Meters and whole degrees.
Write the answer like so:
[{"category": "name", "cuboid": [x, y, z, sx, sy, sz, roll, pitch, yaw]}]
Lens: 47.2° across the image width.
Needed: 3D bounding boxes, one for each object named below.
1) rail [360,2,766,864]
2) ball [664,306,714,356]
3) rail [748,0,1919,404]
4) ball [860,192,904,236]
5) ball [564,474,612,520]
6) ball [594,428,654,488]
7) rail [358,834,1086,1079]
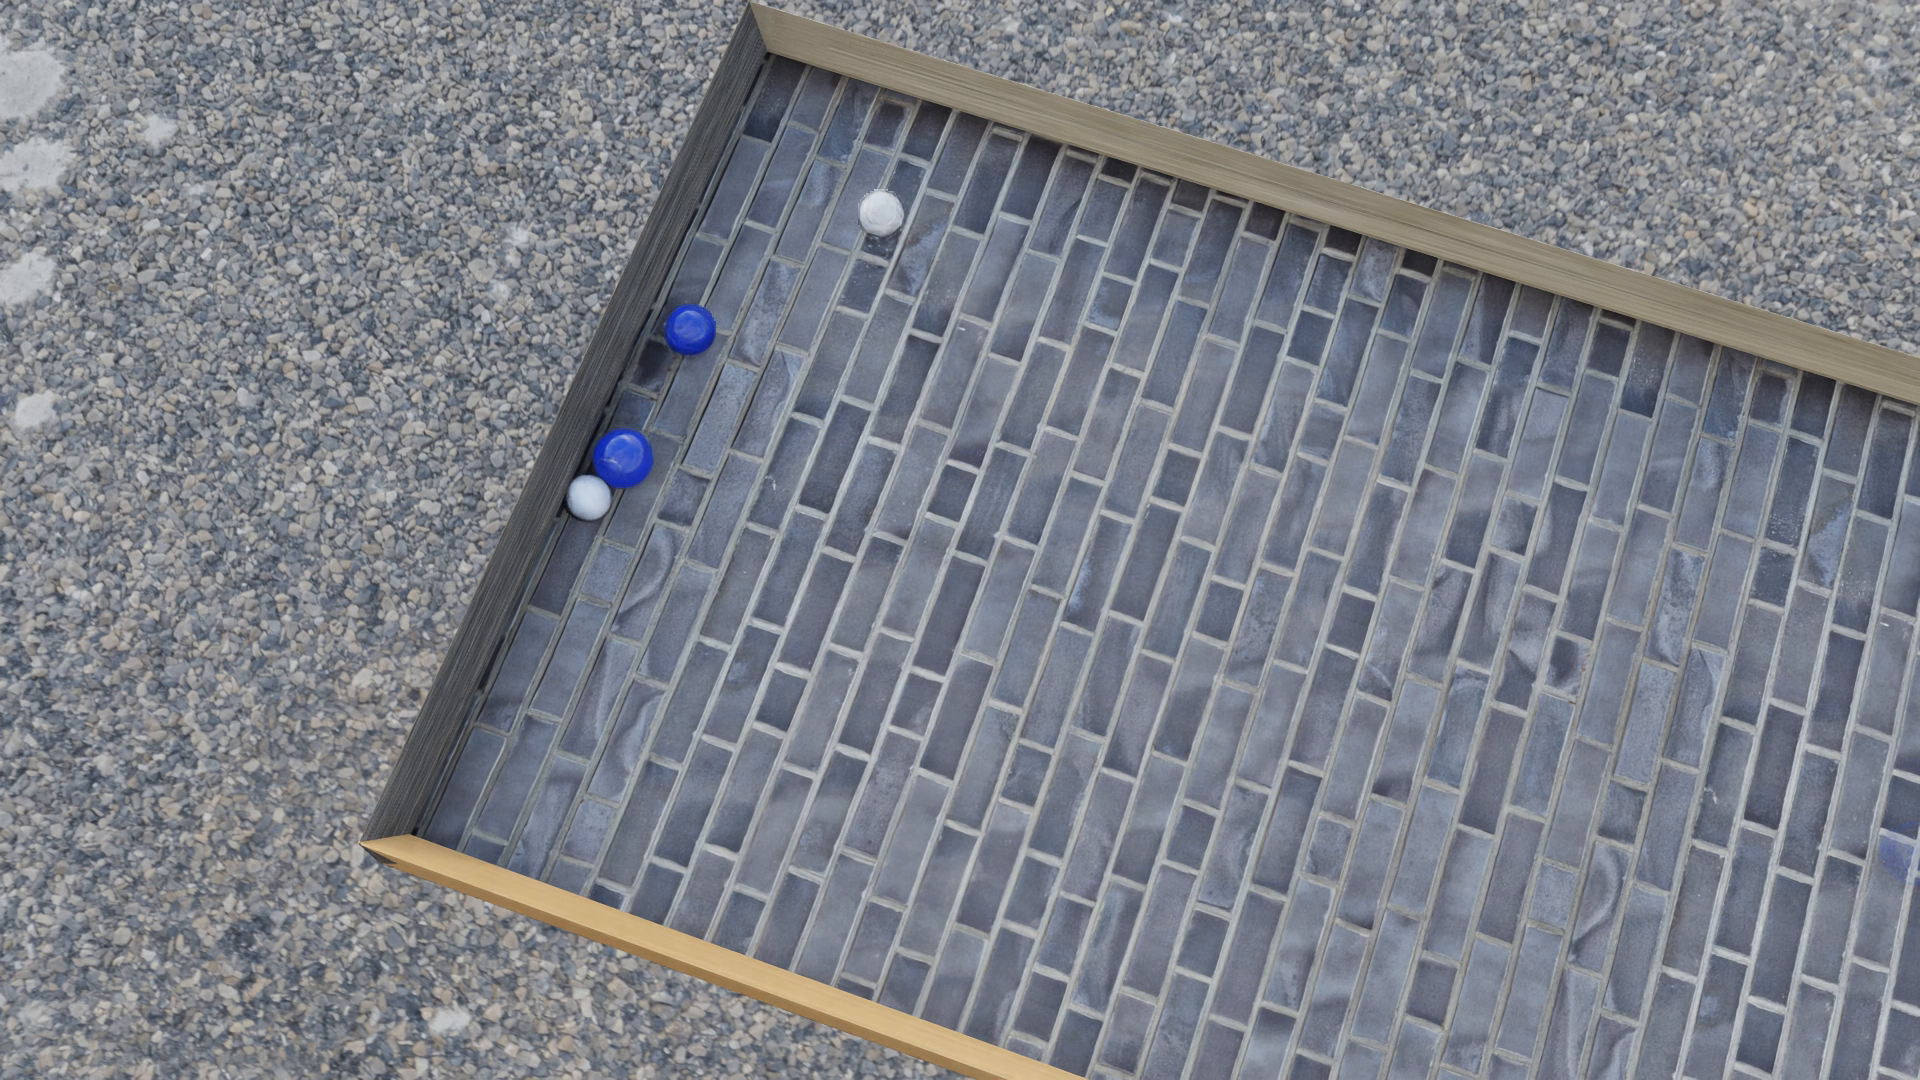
[{"category": "rail", "cuboid": [-0.595, -0.207, 3.515, 0.045, 0.125, 1.543, 18, 70, 7]}, {"category": "ball", "cuboid": [-0.442, -0.342, 3.591, 0.083, 0.083, 0.083, 0, 69, 0]}, {"category": "rail", "cuboid": [0.868, -0.461, 3.613, 2.621, 0.125, 0.045, 18, 70, 7]}, {"category": "ball", "cuboid": [-0.131, -0.545, 3.674, 0.075, 0.075, 0.075, 0, 69, 0]}, {"category": "ball", "cuboid": [-0.591, -0.067, 3.490, 0.072, 0.072, 0.072, 0, 69, 0]}, {"category": "ball", "cuboid": [-0.535, -0.131, 3.502, 0.096, 0.096, 0.096, 0, 69, 0]}, {"category": "rail", "cuboid": [0.366, 0.853, 3.107, 2.621, 0.125, 0.045, 18, 70, 7]}]
